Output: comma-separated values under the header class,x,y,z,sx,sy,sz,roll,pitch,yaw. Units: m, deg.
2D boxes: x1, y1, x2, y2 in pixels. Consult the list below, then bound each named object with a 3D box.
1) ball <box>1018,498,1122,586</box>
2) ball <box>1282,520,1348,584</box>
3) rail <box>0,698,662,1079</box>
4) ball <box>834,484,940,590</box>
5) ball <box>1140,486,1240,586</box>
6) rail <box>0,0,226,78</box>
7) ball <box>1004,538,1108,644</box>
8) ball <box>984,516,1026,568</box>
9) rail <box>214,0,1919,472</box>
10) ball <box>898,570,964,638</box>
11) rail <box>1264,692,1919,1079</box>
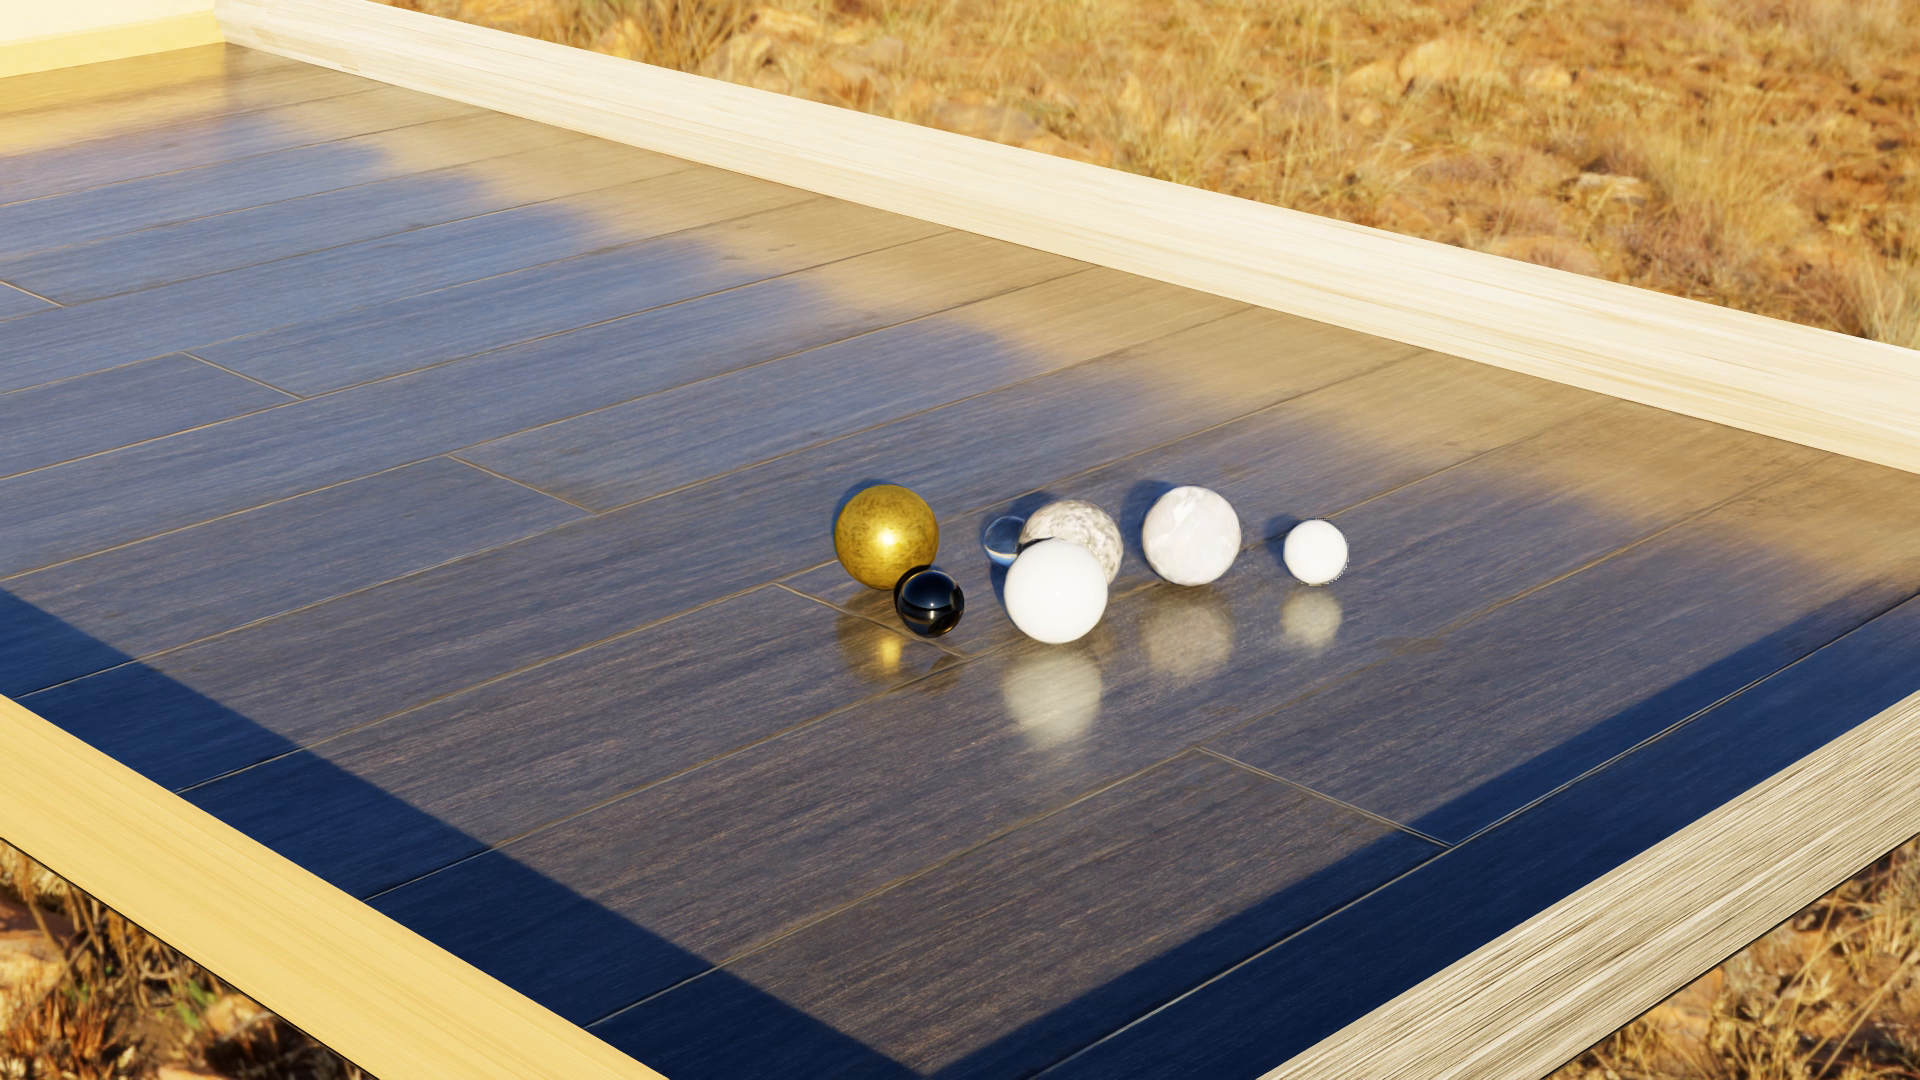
class,x,y,z,sx,sy,sz,roll,pitch,yaw
ball,0.097,0.009,2.602,0.094,0.094,0.094,0,21,0
ball,0.320,0.011,2.649,0.058,0.058,0.058,0,21,0
rail,-1.217,-0.027,2.655,3.483,0.123,0.045,19,28,41
ball,-0.065,-0.003,2.632,0.094,0.094,0.094,0,21,0
ball,0.207,-0.004,2.641,0.090,0.090,0.090,0,21,0
rail,-1.838,-0.674,4.349,0.045,0.123,1.747,19,28,41
ball,0.082,0.044,2.517,0.090,0.090,0.090,0,21,0
ball,0.046,0.001,2.687,0.047,0.047,0.047,0,21,0
rail,-0.019,-0.457,3.782,3.483,0.123,0.045,19,28,41
ball,-0.025,0.055,2.533,0.058,0.058,0.058,0,21,0
rail,0.601,0.189,2.088,0.045,0.123,1.747,19,28,41
